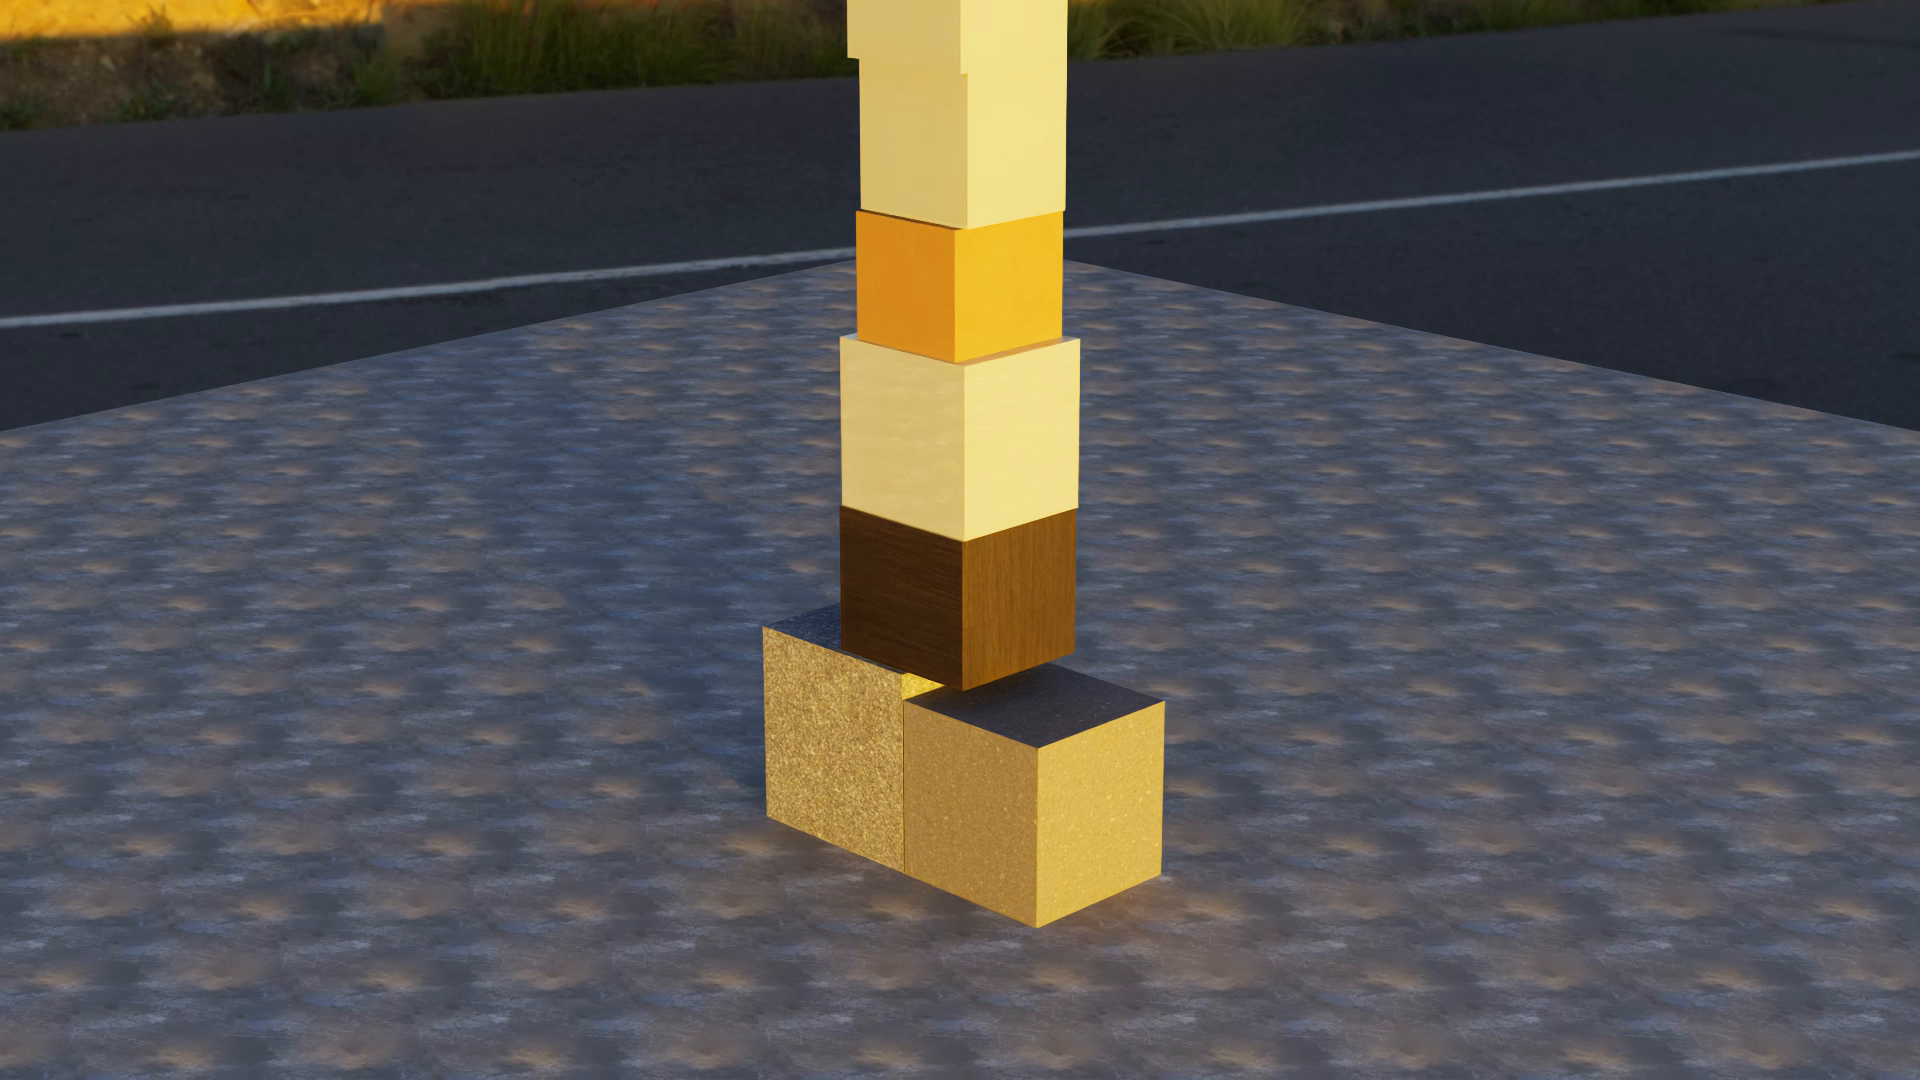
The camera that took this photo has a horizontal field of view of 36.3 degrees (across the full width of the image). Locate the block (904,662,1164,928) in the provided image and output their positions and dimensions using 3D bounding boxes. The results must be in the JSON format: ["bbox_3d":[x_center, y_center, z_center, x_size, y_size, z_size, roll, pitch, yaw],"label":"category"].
[{"bbox_3d":[0.334,1.129,13.338,0.829,0.849,0.835,-17,24,-42],"label":"block"}]

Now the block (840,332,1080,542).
[{"bbox_3d":[-0.001,-0.527,13.175,0.728,0.784,0.784,-17,24,-42],"label":"block"}]

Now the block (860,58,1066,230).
[{"bbox_3d":[0.013,-1.773,12.798,0.608,0.669,0.663,-17,24,-42],"label":"block"}]

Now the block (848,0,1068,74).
[{"bbox_3d":[-0.012,-2.360,12.587,0.648,0.577,0.692,-17,24,-42],"label":"block"}]

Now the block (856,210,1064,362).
[{"bbox_3d":[-0.001,-1.175,12.971,0.673,0.576,0.613,-17,24,-42],"label":"block"}]

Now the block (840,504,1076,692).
[{"bbox_3d":[-0.011,0.180,13.387,0.728,0.693,0.790,-17,24,-42],"label":"block"}]

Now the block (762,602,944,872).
[{"bbox_3d":[-0.306,0.881,13.925,0.819,0.969,0.946,-17,24,-42],"label":"block"}]
